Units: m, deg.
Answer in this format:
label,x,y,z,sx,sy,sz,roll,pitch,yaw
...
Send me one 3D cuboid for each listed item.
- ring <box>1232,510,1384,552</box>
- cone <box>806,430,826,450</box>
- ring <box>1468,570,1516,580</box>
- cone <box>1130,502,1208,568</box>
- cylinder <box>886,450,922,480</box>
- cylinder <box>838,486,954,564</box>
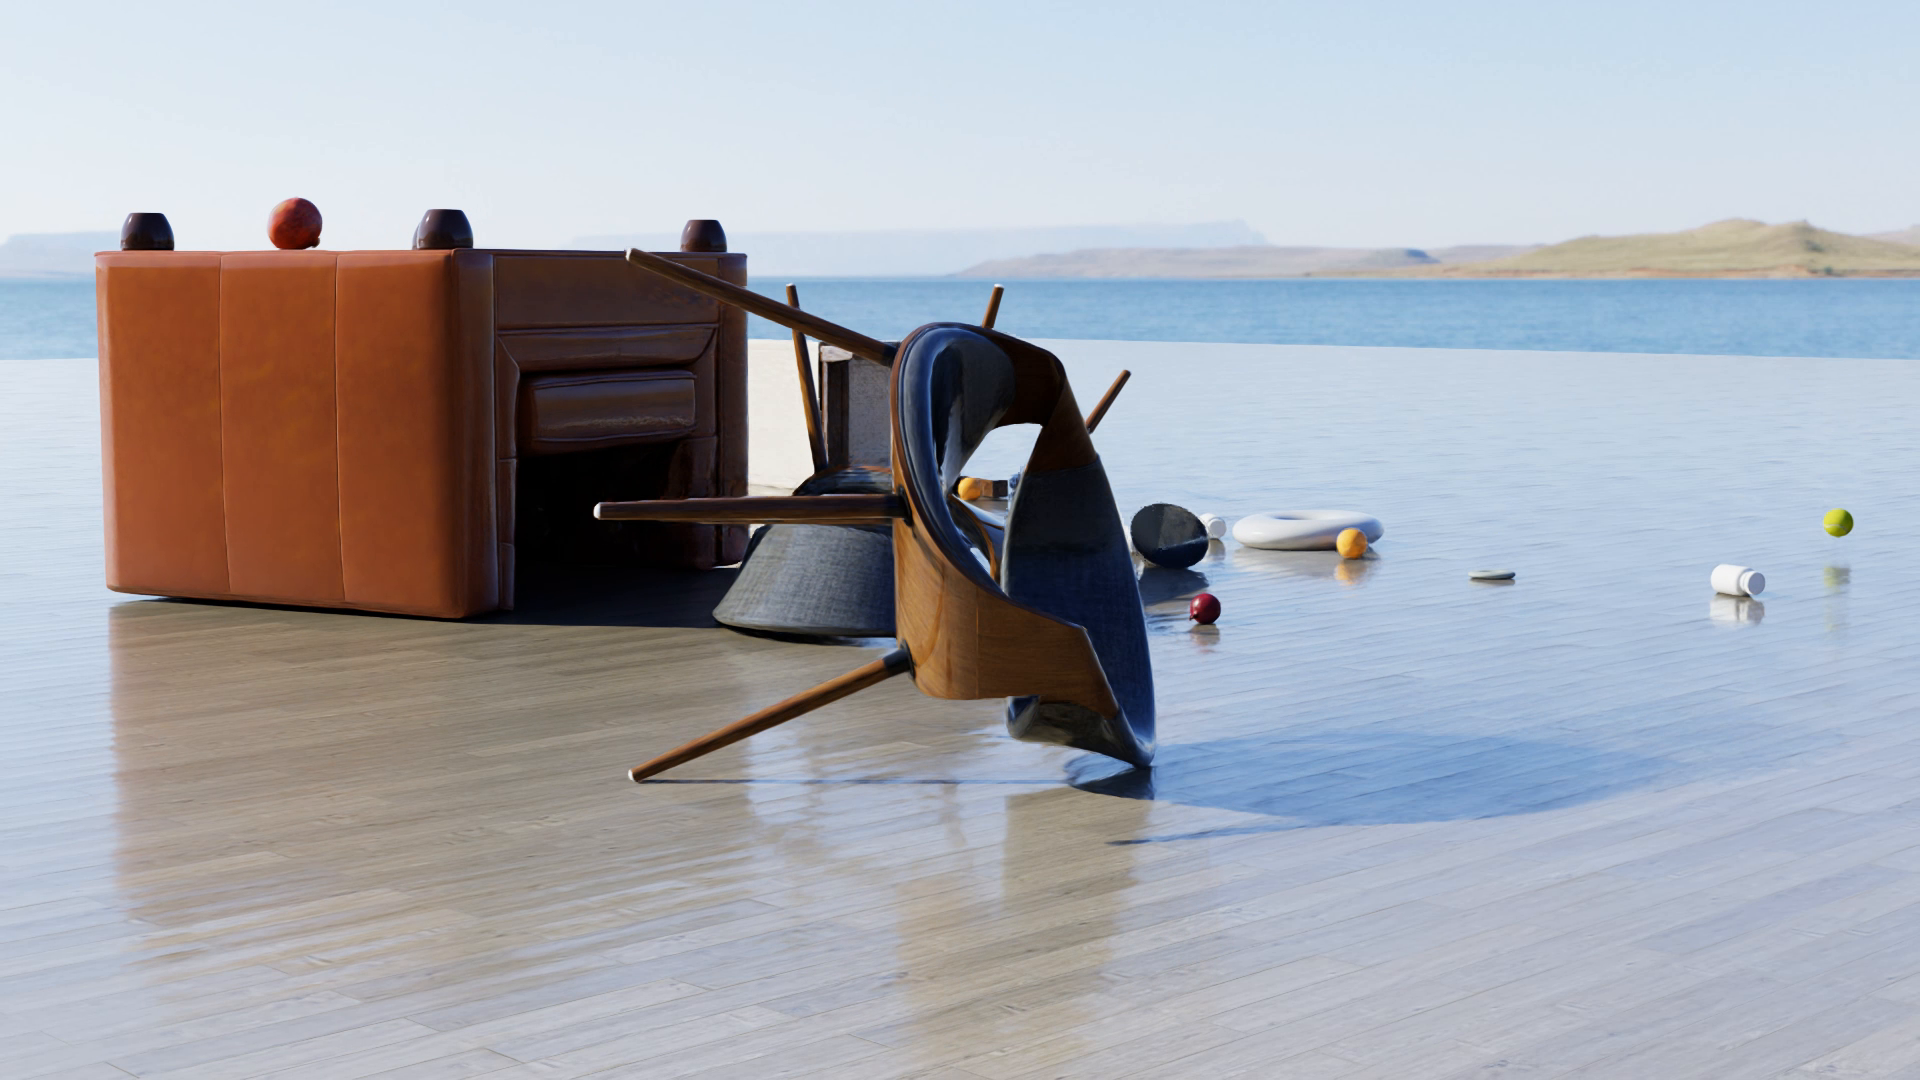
label,x,y,z,sx,sy,sz,roll,pitch,yaw
ring,0.852,-0.024,6.279,0.354,0.075,0.411,4,8,39
cone,-0.545,-0.363,9.776,0.074,0.066,0.156,-22,19,2
ring,1.162,0.075,5.606,0.103,0.016,0.078,0,6,-2
cone,0.451,0.021,5.867,0.211,0.172,0.120,-15,-23,-34
cylinder,-0.183,-0.242,8.286,0.083,0.101,0.087,-33,20,-23
cylinder,-0.152,-0.038,6.010,0.294,0.159,0.244,5,8,41
